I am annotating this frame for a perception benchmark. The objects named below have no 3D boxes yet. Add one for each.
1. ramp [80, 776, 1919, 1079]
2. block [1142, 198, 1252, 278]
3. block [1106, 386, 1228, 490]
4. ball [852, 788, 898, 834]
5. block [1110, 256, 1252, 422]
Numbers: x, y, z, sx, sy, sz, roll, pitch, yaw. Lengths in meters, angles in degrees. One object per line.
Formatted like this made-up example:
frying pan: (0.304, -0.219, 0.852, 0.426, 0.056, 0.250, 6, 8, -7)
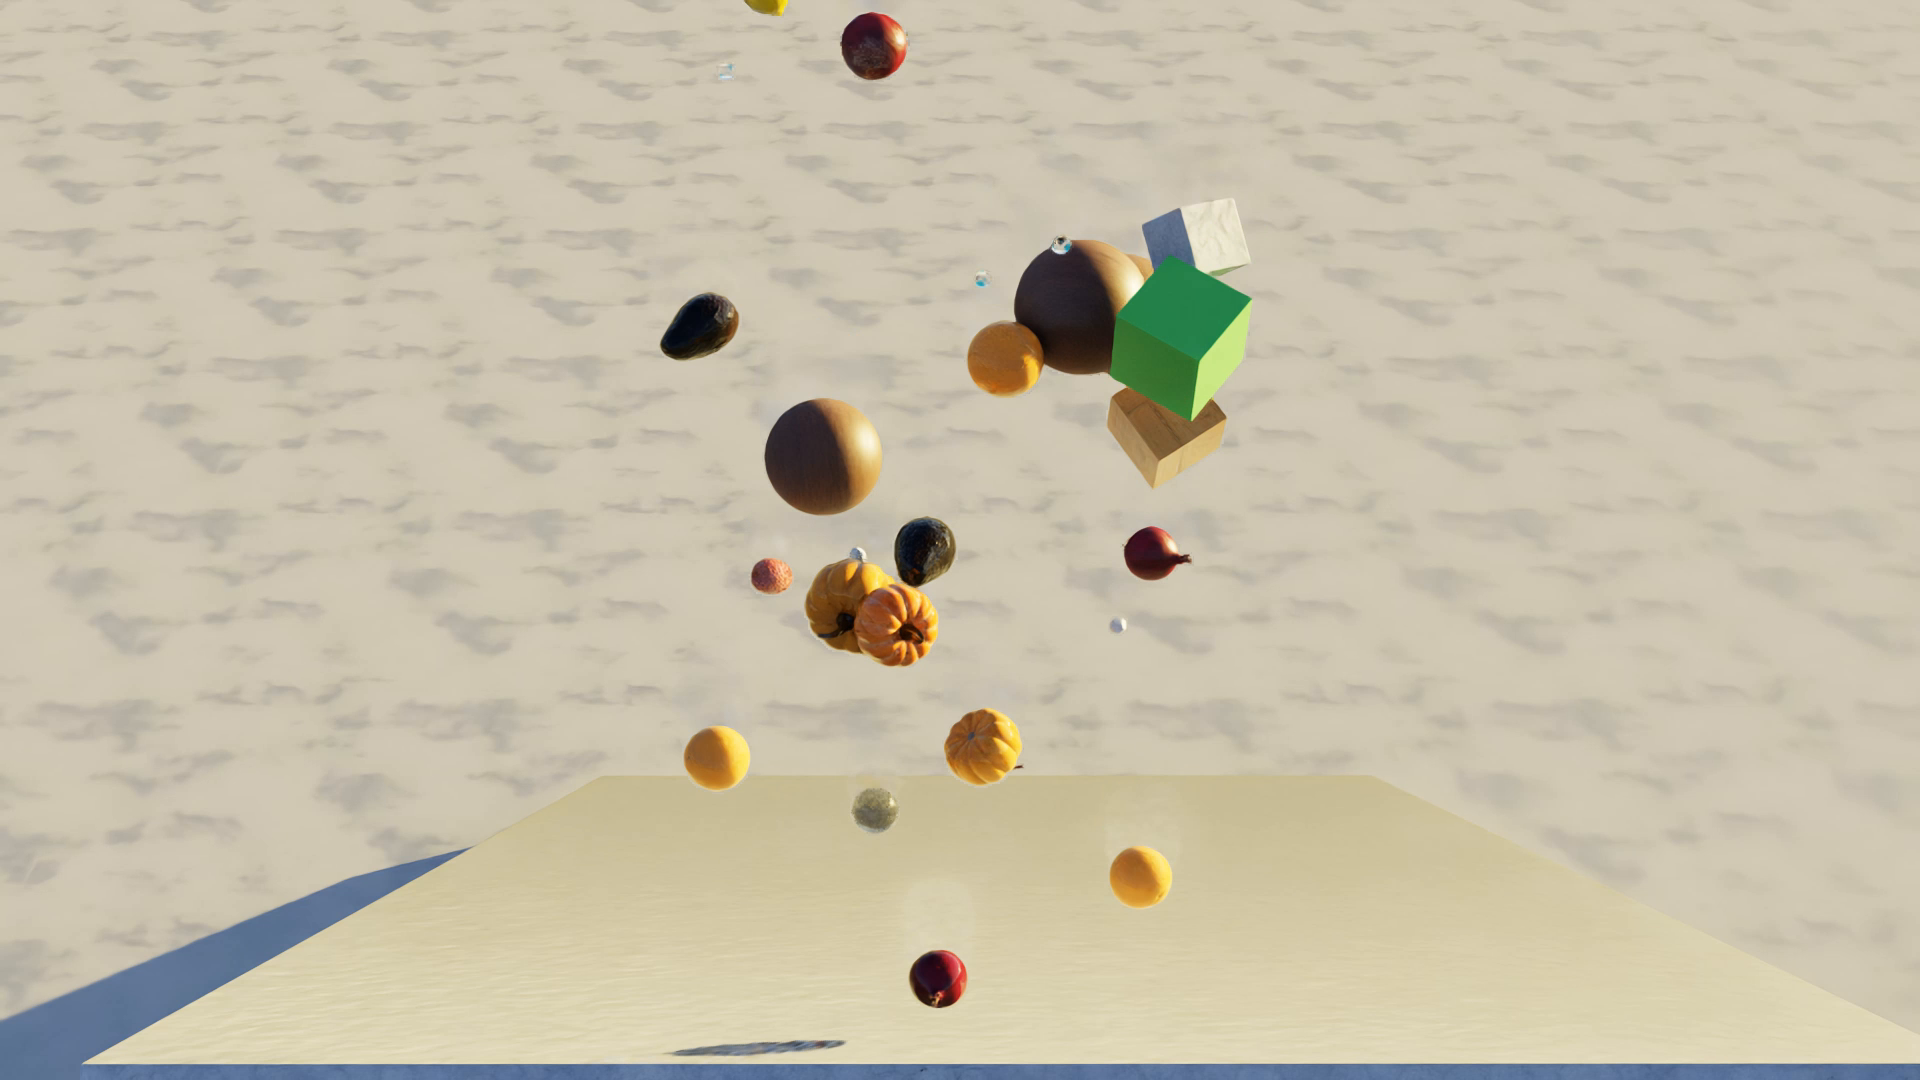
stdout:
ramp: (0.072, 0.632, 4.732, 2.000, 0.100, 4.000, 0, -1, 0)
block: (0.214, -0.269, 2.356, 0.062, 0.062, 0.062, -14, -1, -32)
block: (0.205, -0.117, 2.585, 0.082, 0.082, 0.082, -32, 74, -10)
ball: (-0.100, 0.318, 3.044, 0.054, 0.054, 0.054, 0, 32, 0)
block: (0.197, -0.181, 2.320, 0.087, 0.087, 0.087, 31, 61, 19)
